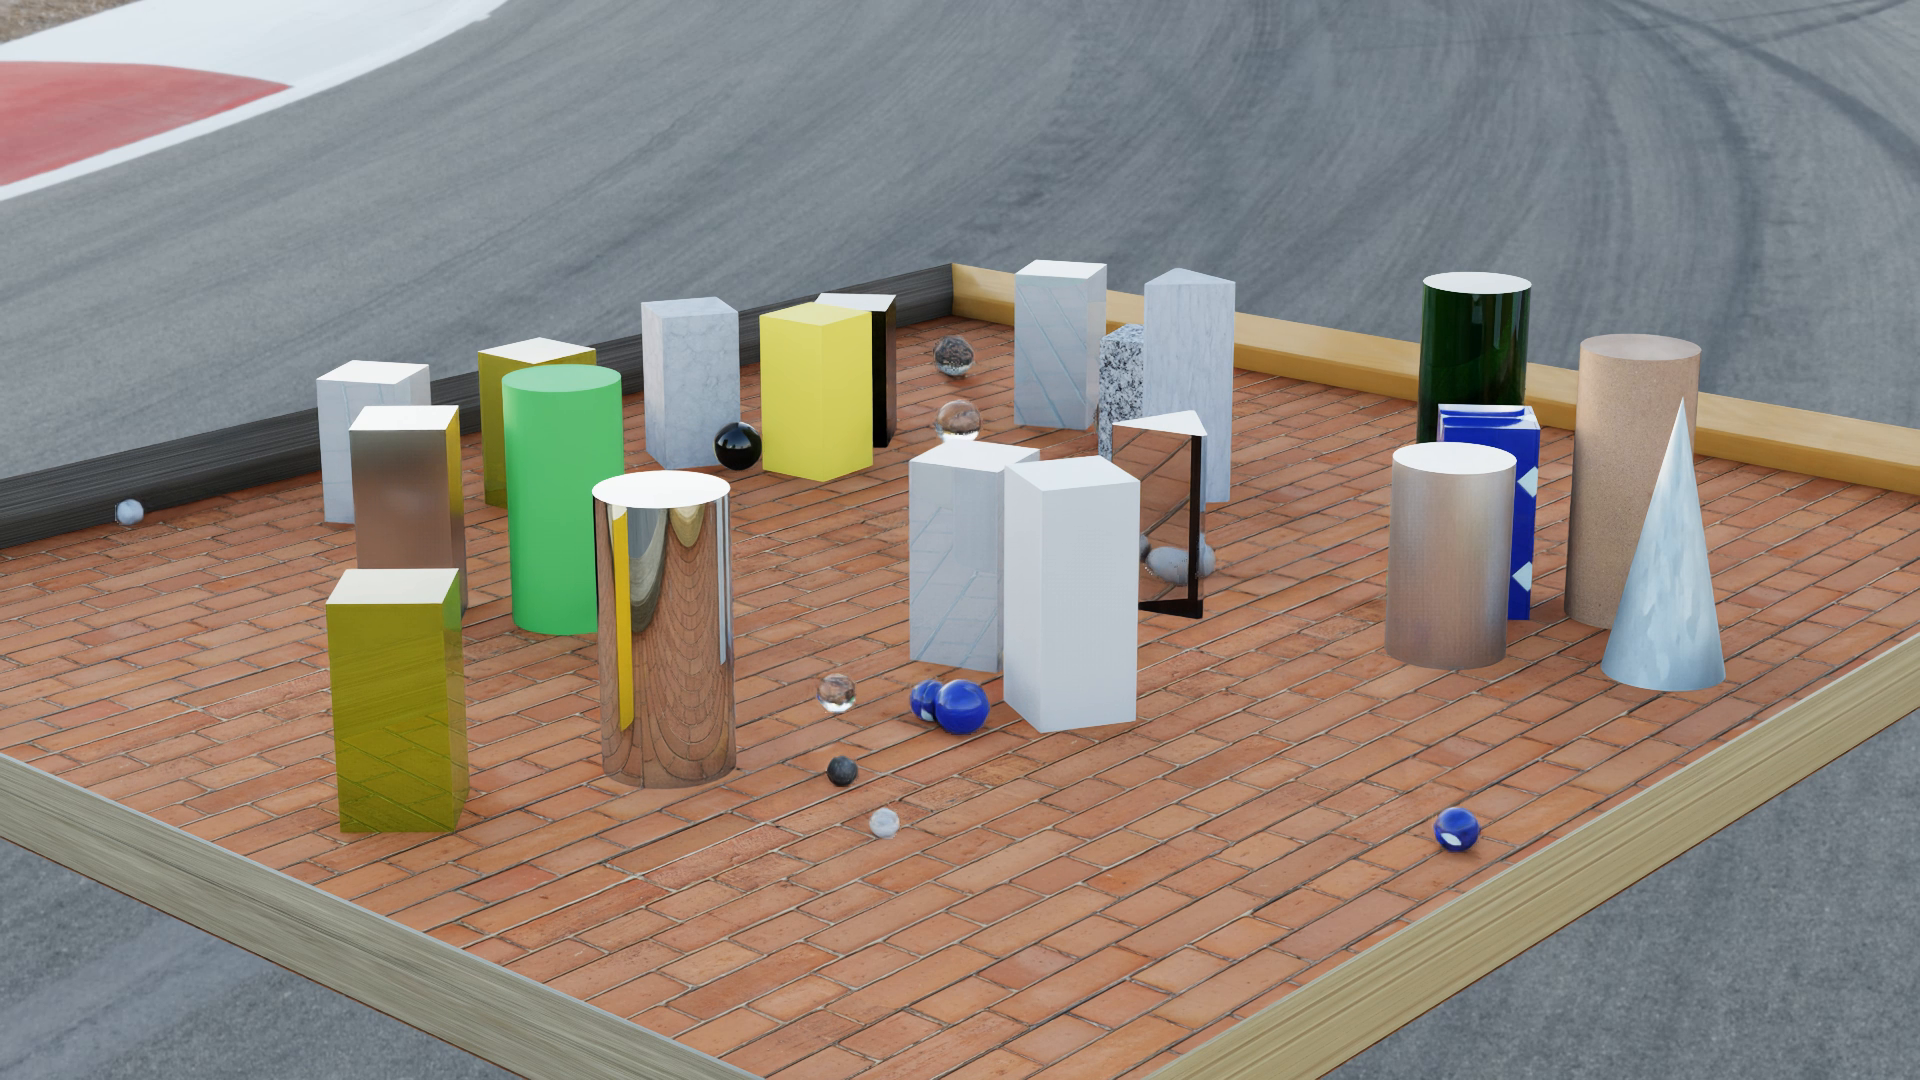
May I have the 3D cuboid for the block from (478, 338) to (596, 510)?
[{"bbox_3d":[-0.809,-0.218,5.652,0.158,0.302,0.158,14,21,38],"label":"block"}]

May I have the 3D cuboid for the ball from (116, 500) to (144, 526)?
[{"bbox_3d":[-1.567,-0.052,5.539,0.050,0.050,0.050,0,17,0],"label":"ball"}]

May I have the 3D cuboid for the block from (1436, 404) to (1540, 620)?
[{"bbox_3d":[0.899,-0.049,5.033,0.158,0.336,0.158,1,17,5],"label":"block"}]

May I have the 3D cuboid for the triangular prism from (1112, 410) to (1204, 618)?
[{"bbox_3d":[0.369,-0.051,5.061,0.171,0.323,0.148,9,19,26],"label":"triangular prism"}]

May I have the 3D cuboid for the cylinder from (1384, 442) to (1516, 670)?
[{"bbox_3d":[0.802,0.025,4.800,0.198,0.330,0.198,0,17,0],"label":"cylinder"}]

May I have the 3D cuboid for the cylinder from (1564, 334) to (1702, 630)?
[{"bbox_3d":[1.138,-0.099,4.971,0.198,0.468,0.198,0,17,0],"label":"cylinder"}]

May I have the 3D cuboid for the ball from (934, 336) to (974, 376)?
[{"bbox_3d":[-0.013,-0.419,6.688,0.089,0.089,0.089,0,17,0],"label":"ball"}]

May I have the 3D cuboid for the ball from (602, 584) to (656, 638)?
[{"bbox_3d":[-0.553,0.118,4.906,0.090,0.090,0.090,0,17,0],"label":"ball"}]

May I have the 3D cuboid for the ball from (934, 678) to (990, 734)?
[{"bbox_3d":[0.003,0.254,4.467,0.084,0.084,0.084,0,17,0],"label":"ball"}]

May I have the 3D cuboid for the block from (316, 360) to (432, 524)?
[{"bbox_3d":[-1.110,-0.185,5.584,0.158,0.278,0.158,4,17,13],"label":"block"}]

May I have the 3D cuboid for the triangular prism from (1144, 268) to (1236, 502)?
[{"bbox_3d":[0.431,-0.302,5.704,0.171,0.433,0.148,-2,17,-5],"label":"triangular prism"}]

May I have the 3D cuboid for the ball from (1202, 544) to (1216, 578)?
[{"bbox_3d":[0.426,0.036,5.225,0.062,0.062,0.062,0,17,0],"label":"ball"}]

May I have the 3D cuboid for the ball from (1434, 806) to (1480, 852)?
[{"bbox_3d":[0.682,0.397,4.028,0.062,0.062,0.062,0,17,0],"label":"ball"}]

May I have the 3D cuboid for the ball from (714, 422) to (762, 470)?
[{"bbox_3d":[-0.448,-0.189,5.909,0.099,0.099,0.099,0,17,0],"label":"ball"}]

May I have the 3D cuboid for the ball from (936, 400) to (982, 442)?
[{"bbox_3d":[-0.004,-0.241,6.089,0.095,0.095,0.095,0,17,0],"label":"ball"}]

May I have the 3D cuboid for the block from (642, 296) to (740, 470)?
[{"bbox_3d":[-0.547,-0.321,5.974,0.158,0.313,0.158,-6,18,-20],"label":"block"}]

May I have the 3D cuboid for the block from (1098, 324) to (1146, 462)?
[{"bbox_3d":[0.385,-0.288,5.952,0.158,0.264,0.158,7,18,22],"label":"block"}]

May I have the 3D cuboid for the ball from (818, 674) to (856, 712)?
[{"bbox_3d":[-0.192,0.238,4.558,0.061,0.061,0.061,0,17,0],"label":"ball"}]

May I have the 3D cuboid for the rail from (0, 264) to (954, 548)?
[{"bbox_3d":[-1.125,-0.250,6.055,0.045,0.129,3.423,14,22,39],"label":"rail"}]

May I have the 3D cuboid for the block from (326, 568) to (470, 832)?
[{"bbox_3d":[-0.788,0.225,4.124,0.158,0.336,0.158,0,17,-1],"label":"block"}]

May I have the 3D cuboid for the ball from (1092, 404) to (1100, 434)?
[{"bbox_3d":[0.325,-0.252,6.120,0.098,0.098,0.098,0,17,0],"label":"ball"}]

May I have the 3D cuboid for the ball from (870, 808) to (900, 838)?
[{"bbox_3d":[-0.105,0.393,4.076,0.042,0.042,0.042,0,17,0],"label":"ball"}]

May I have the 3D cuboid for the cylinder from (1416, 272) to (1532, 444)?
[{"bbox_3d":[0.958,-0.255,5.495,0.198,0.463,0.198,0,17,0],"label":"cylinder"}]

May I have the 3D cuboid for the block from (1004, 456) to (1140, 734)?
[{"bbox_3d":[0.170,0.082,4.516,0.158,0.384,0.158,-6,18,-19],"label":"block"}]

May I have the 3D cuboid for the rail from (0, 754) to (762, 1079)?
[{"bbox_3d":[-1.107,0.400,3.900,3.027,0.129,0.045,14,22,39],"label":"rail"}]

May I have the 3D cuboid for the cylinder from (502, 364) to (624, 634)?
[{"bbox_3d":[-0.665,-0.070,4.958,0.198,0.420,0.198,0,17,0],"label":"cylinder"}]

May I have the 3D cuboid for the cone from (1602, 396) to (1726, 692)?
[{"bbox_3d":[1.139,-0.007,4.685,0.198,0.457,0.198,0,17,0],"label":"cone"}]

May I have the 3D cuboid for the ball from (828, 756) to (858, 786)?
[{"bbox_3d":[-0.171,0.336,4.262,0.044,0.044,0.044,0,17,0],"label":"ball"}]

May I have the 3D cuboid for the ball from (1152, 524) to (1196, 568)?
[{"bbox_3d":[0.386,0.011,5.278,0.079,0.079,0.079,0,17,0],"label":"ball"}]

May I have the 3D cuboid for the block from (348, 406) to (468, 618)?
[{"bbox_3d":[-0.929,-0.035,4.956,0.158,0.354,0.158,0,17,-2],"label":"block"}]

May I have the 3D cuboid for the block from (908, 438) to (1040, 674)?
[{"bbox_3d":[0.024,0.024,4.790,0.158,0.337,0.158,8,19,25],"label":"block"}]

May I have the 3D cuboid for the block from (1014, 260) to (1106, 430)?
[{"bbox_3d":[0.215,-0.419,6.276,0.158,0.327,0.158,5,18,17],"label":"block"}]

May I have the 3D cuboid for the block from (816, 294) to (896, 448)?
[{"bbox_3d":[-0.222,-0.355,6.129,0.158,0.290,0.158,2,17,6],"label":"block"}]

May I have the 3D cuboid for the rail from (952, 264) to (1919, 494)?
[{"bbox_3d":[1.107,-0.335,6.340,3.027,0.129,0.045,14,22,39],"label":"rail"}]

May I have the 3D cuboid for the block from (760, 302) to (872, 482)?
[{"bbox_3d":[-0.288,-0.299,5.896,0.158,0.318,0.158,12,21,35],"label":"block"}]

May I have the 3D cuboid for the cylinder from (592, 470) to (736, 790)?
[{"bbox_3d":[-0.431,0.130,4.287,0.198,0.424,0.198,0,17,0],"label":"cylinder"}]

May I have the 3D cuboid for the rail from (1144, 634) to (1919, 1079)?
[{"bbox_3d":[1.125,0.314,4.185,0.045,0.129,3.423,14,22,39],"label":"rail"}]

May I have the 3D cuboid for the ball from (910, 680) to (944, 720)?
[{"bbox_3d":[-0.046,0.247,4.522,0.064,0.064,0.064,0,17,0],"label":"ball"}]
